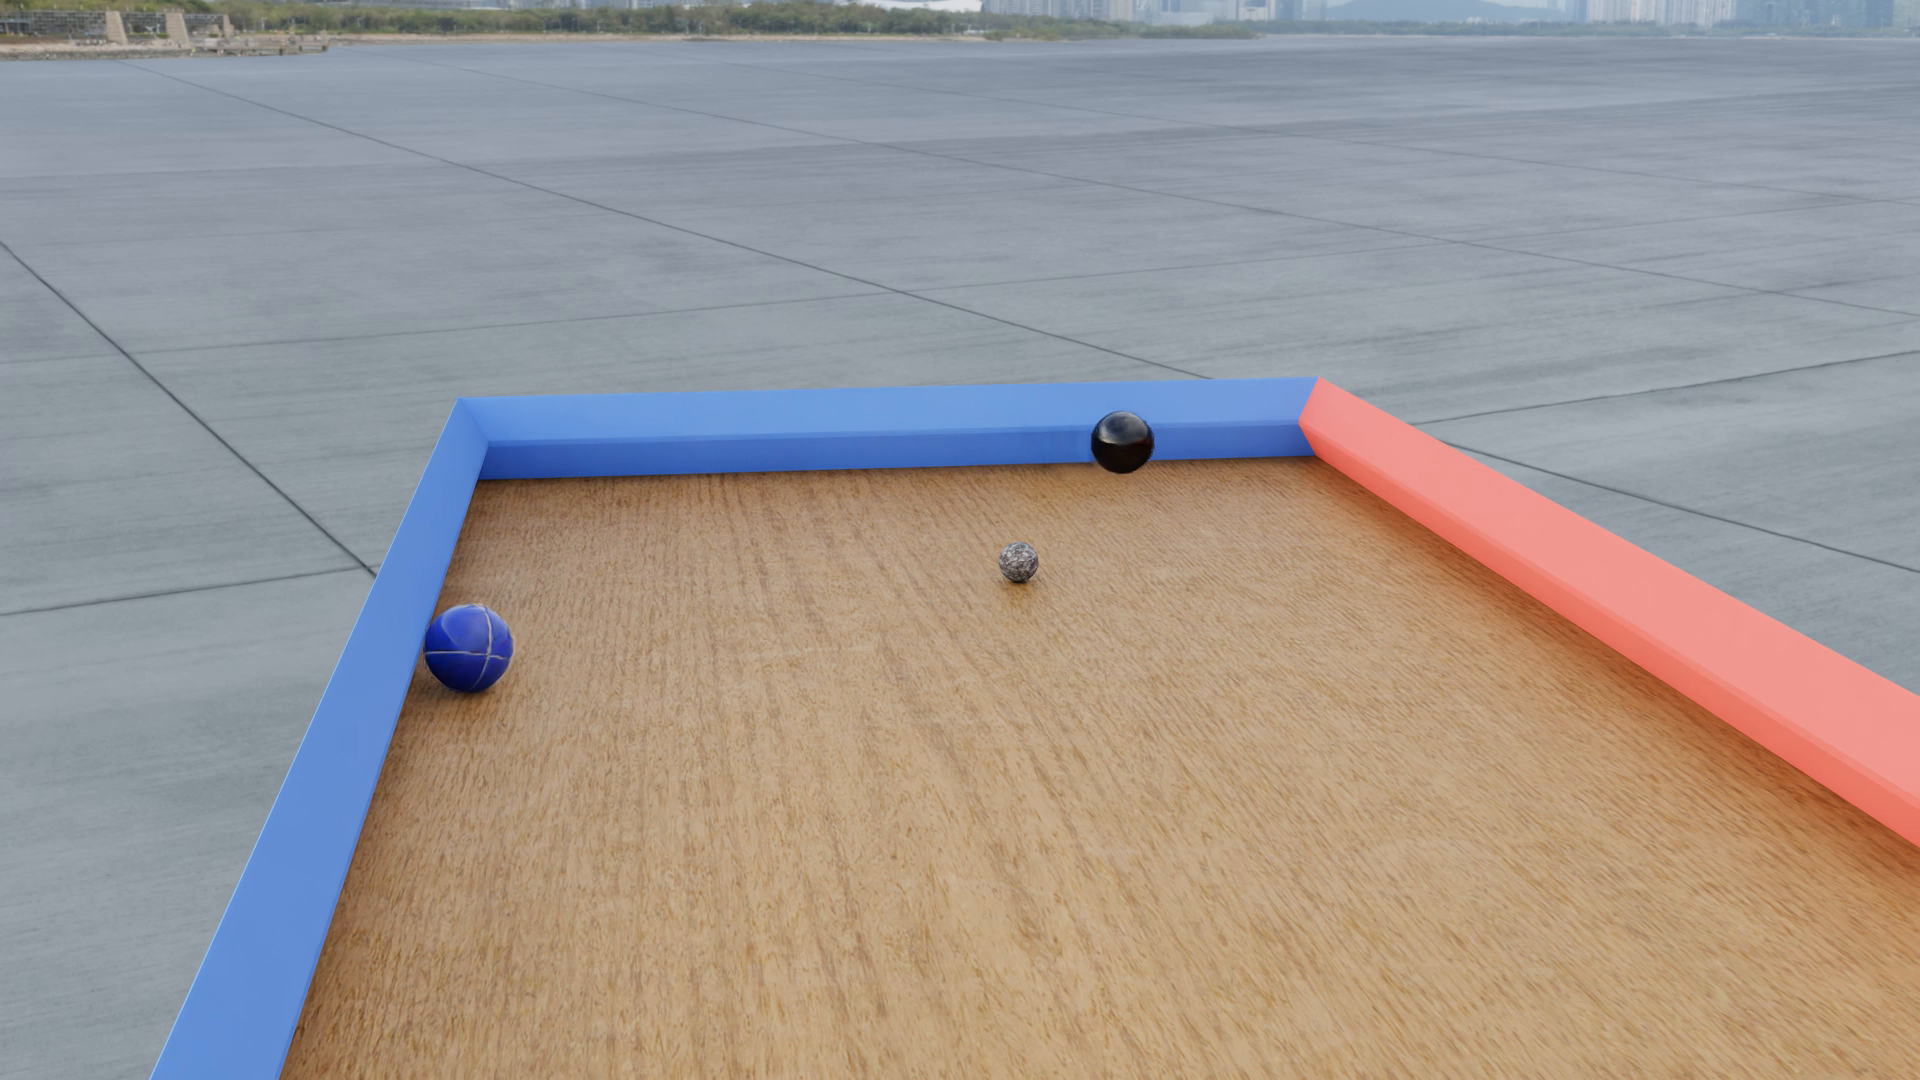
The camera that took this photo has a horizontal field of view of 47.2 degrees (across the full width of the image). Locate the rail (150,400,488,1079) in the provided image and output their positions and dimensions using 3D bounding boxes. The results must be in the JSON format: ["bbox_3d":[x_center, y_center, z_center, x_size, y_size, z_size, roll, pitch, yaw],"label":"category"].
[{"bbox_3d":[-0.543,0.143,2.064,0.045,0.124,2.556,-2,14,-8],"label":"rail"}]

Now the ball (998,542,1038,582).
[{"bbox_3d":[0.072,0.027,2.711,0.050,0.050,0.050,0,14,0],"label":"ball"}]

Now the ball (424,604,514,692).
[{"bbox_3d":[-0.507,0.111,2.272,0.091,0.091,0.091,0,14,0],"label":"ball"}]

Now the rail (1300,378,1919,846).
[{"bbox_3d":[0.726,0.100,2.243,0.045,0.124,2.556,-2,14,-8],"label":"rail"}]

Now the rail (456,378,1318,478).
[{"bbox_3d":[-0.088,-0.168,3.360,1.330,0.124,0.045,-2,14,-8],"label":"rail"}]

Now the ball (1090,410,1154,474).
[{"bbox_3d":[0.246,-0.149,3.343,0.095,0.095,0.095,0,14,0],"label":"ball"}]
